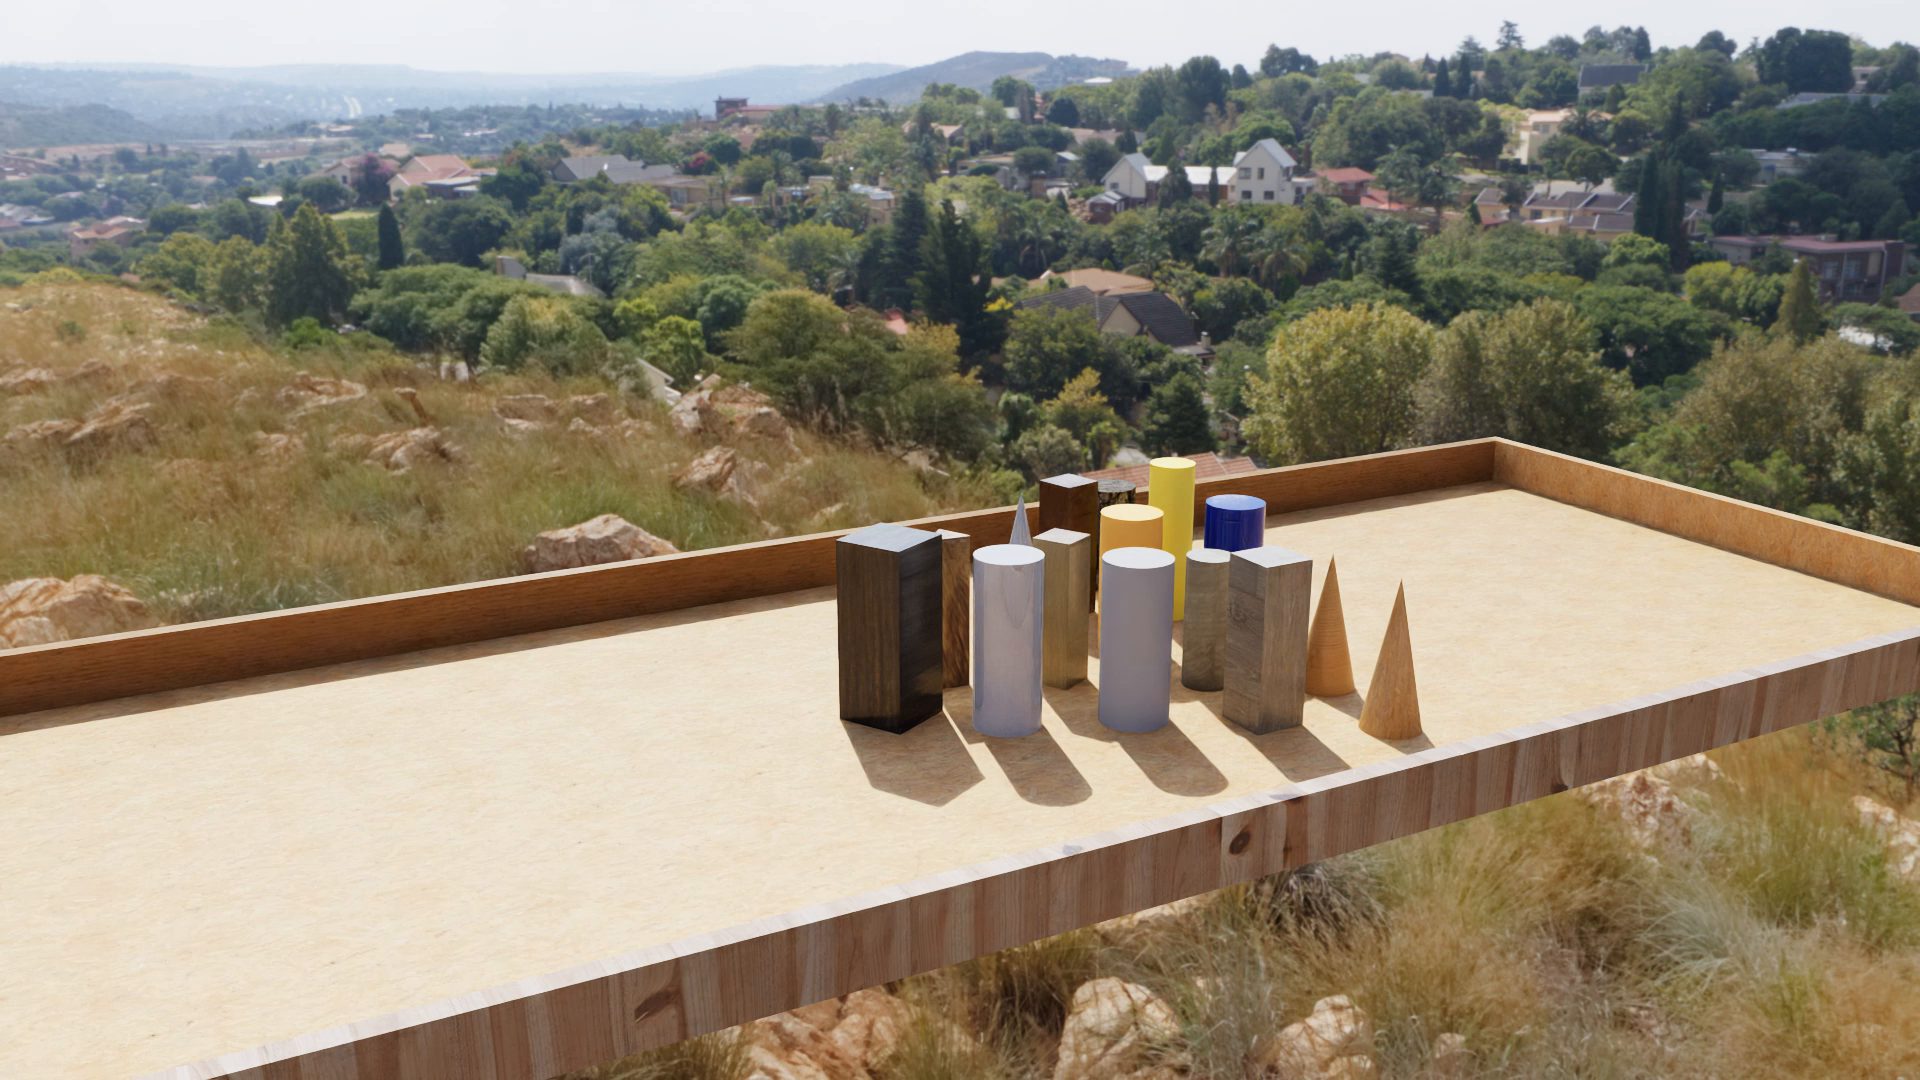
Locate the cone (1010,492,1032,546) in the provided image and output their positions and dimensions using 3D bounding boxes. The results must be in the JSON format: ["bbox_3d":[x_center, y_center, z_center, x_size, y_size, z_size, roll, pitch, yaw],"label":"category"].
[{"bbox_3d":[0.159,0.077,4.336,0.180,0.427,0.180,0,16,0],"label":"cone"}]

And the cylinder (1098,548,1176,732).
[{"bbox_3d":[0.411,0.232,3.857,0.168,0.399,0.168,0,16,0],"label":"cylinder"}]

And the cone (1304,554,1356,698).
[{"bbox_3d":[0.909,0.197,4.066,0.151,0.348,0.151,0,16,0],"label":"cone"}]

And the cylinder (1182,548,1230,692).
[{"bbox_3d":[0.614,0.199,4.086,0.118,0.335,0.118,0,16,0],"label":"cylinder"}]

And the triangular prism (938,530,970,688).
[{"bbox_3d":[-0.036,0.170,4.089,0.096,0.388,0.083,-7,18,-21],"label":"triangular prism"}]

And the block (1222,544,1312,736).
[{"bbox_3d":[0.715,0.232,3.844,0.133,0.407,0.133,-9,19,-28],"label":"block"}]

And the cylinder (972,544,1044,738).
[{"bbox_3d":[0.111,0.233,3.822,0.164,0.417,0.164,0,16,0],"label":"cylinder"}]

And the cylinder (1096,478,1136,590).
[{"bbox_3d":[0.436,-0.015,4.870,0.157,0.302,0.157,0,16,0],"label":"cylinder"}]

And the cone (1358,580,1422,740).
[{"bbox_3d":[1.006,0.262,3.807,0.145,0.370,0.145,0,16,0],"label":"cone"}]

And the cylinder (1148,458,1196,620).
[{"bbox_3d":[0.584,-0.002,4.586,0.125,0.437,0.125,0,16,0],"label":"cylinder"}]

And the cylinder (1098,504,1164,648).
[{"bbox_3d":[0.447,0.105,4.340,0.163,0.370,0.163,0,16,0],"label":"cylinder"}]

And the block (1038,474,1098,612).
[{"bbox_3d":[0.301,0.018,4.617,0.115,0.381,0.115,-14,22,-40],"label":"block"}]

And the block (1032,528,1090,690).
[{"bbox_3d":[0.250,0.171,4.102,0.104,0.377,0.104,11,20,33],"label":"block"}]

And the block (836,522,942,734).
[{"bbox_3d":[-0.163,0.205,3.874,0.176,0.442,0.176,10,19,32],"label":"block"}]

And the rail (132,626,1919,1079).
[{"bbox_3d":[-2.336,1.006,1.665,12.000,0.150,0.050,-9,18,-27],"label":"rail"}]

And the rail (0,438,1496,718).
[{"bbox_3d":[-3.305,0.497,3.399,12.000,0.150,0.050,-9,18,-27],"label":"rail"}]

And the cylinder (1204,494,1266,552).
[{"bbox_3d":[0.718,0.090,4.351,0.155,0.393,0.155,0,16,0],"label":"cylinder"}]

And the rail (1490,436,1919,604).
[{"bbox_3d":[2.466,-0.048,5.253,0.050,0.150,2.100,-9,18,-27],"label":"rail"}]
